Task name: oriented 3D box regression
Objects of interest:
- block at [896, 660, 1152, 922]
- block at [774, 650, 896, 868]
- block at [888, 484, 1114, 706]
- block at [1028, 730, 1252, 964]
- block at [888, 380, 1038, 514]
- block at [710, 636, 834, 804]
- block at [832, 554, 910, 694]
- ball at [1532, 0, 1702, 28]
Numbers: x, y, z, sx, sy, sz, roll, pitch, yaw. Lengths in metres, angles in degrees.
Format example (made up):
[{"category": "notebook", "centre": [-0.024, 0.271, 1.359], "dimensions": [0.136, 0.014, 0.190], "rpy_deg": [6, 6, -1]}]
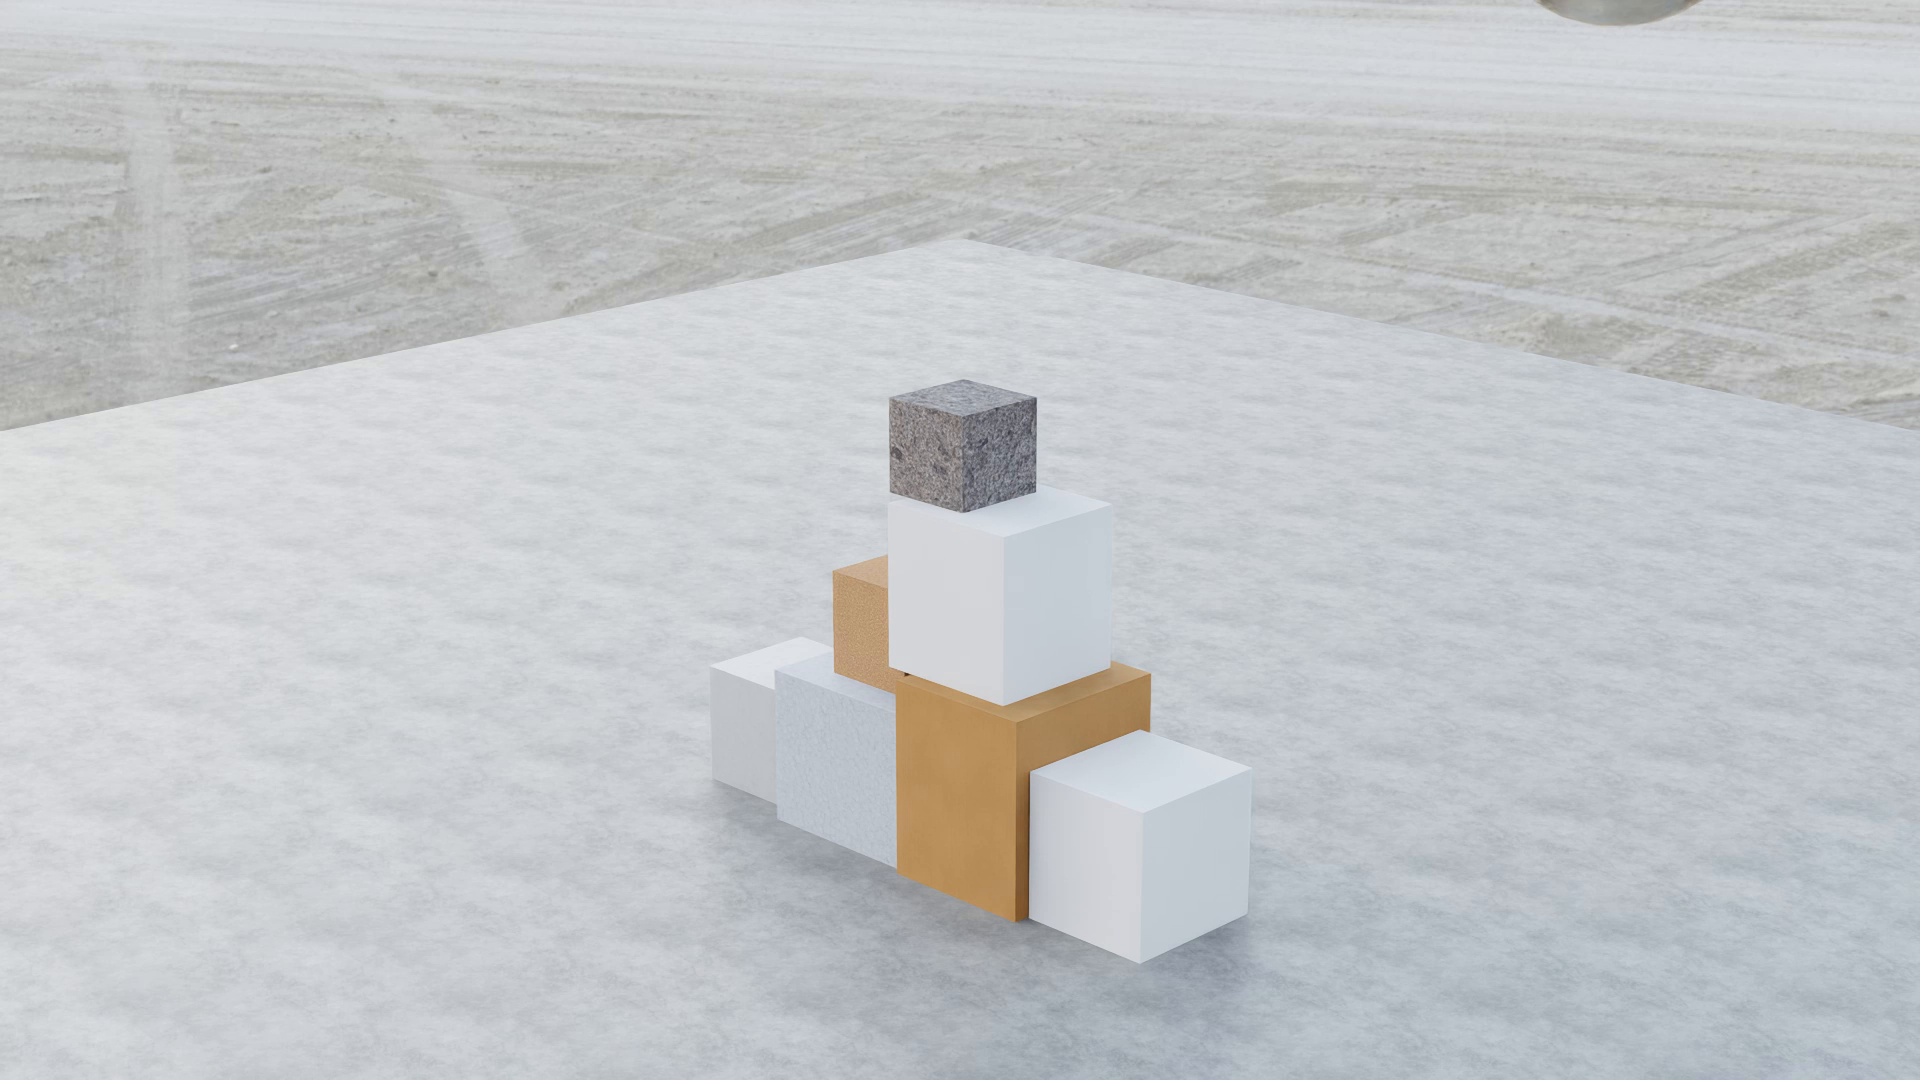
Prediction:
[{"category": "block", "centre": [0.288, 1.067, 13.373], "dimensions": [0.881, 0.945, 0.755], "rpy_deg": [-17, 24, -42]}, {"category": "block", "centre": [-0.293, 0.982, 13.947], "dimensions": [0.793, 0.763, 0.858], "rpy_deg": [-17, 24, -42]}, {"category": "block", "centre": [0.181, 0.208, 13.234], "dimensions": [0.701, 0.778, 0.724], "rpy_deg": [-17, 24, -42]}, {"category": "block", "centre": [0.793, 1.337, 12.925], "dimensions": [0.720, 0.698, 0.658], "rpy_deg": [-17, 24, -42]}, {"category": "block", "centre": [0.014, -0.429, 13.221], "dimensions": [0.474, 0.444, 0.467], "rpy_deg": [-17, 24, -42]}, {"category": "block", "centre": [-0.801, 0.900, 14.490], "dimensions": [0.609, 0.594, 0.608], "rpy_deg": [-17, 24, -42]}, {"category": "block", "centre": [-0.266, 0.387, 13.728], "dimensions": [0.449, 0.505, 0.479], "rpy_deg": [-17, 24, -42]}, {"category": "ball", "centre": [3.610, -3.608, 15.992], "dimensions": [1.600, 1.600, 1.600], "rpy_deg": [0, 17, 0]}]
